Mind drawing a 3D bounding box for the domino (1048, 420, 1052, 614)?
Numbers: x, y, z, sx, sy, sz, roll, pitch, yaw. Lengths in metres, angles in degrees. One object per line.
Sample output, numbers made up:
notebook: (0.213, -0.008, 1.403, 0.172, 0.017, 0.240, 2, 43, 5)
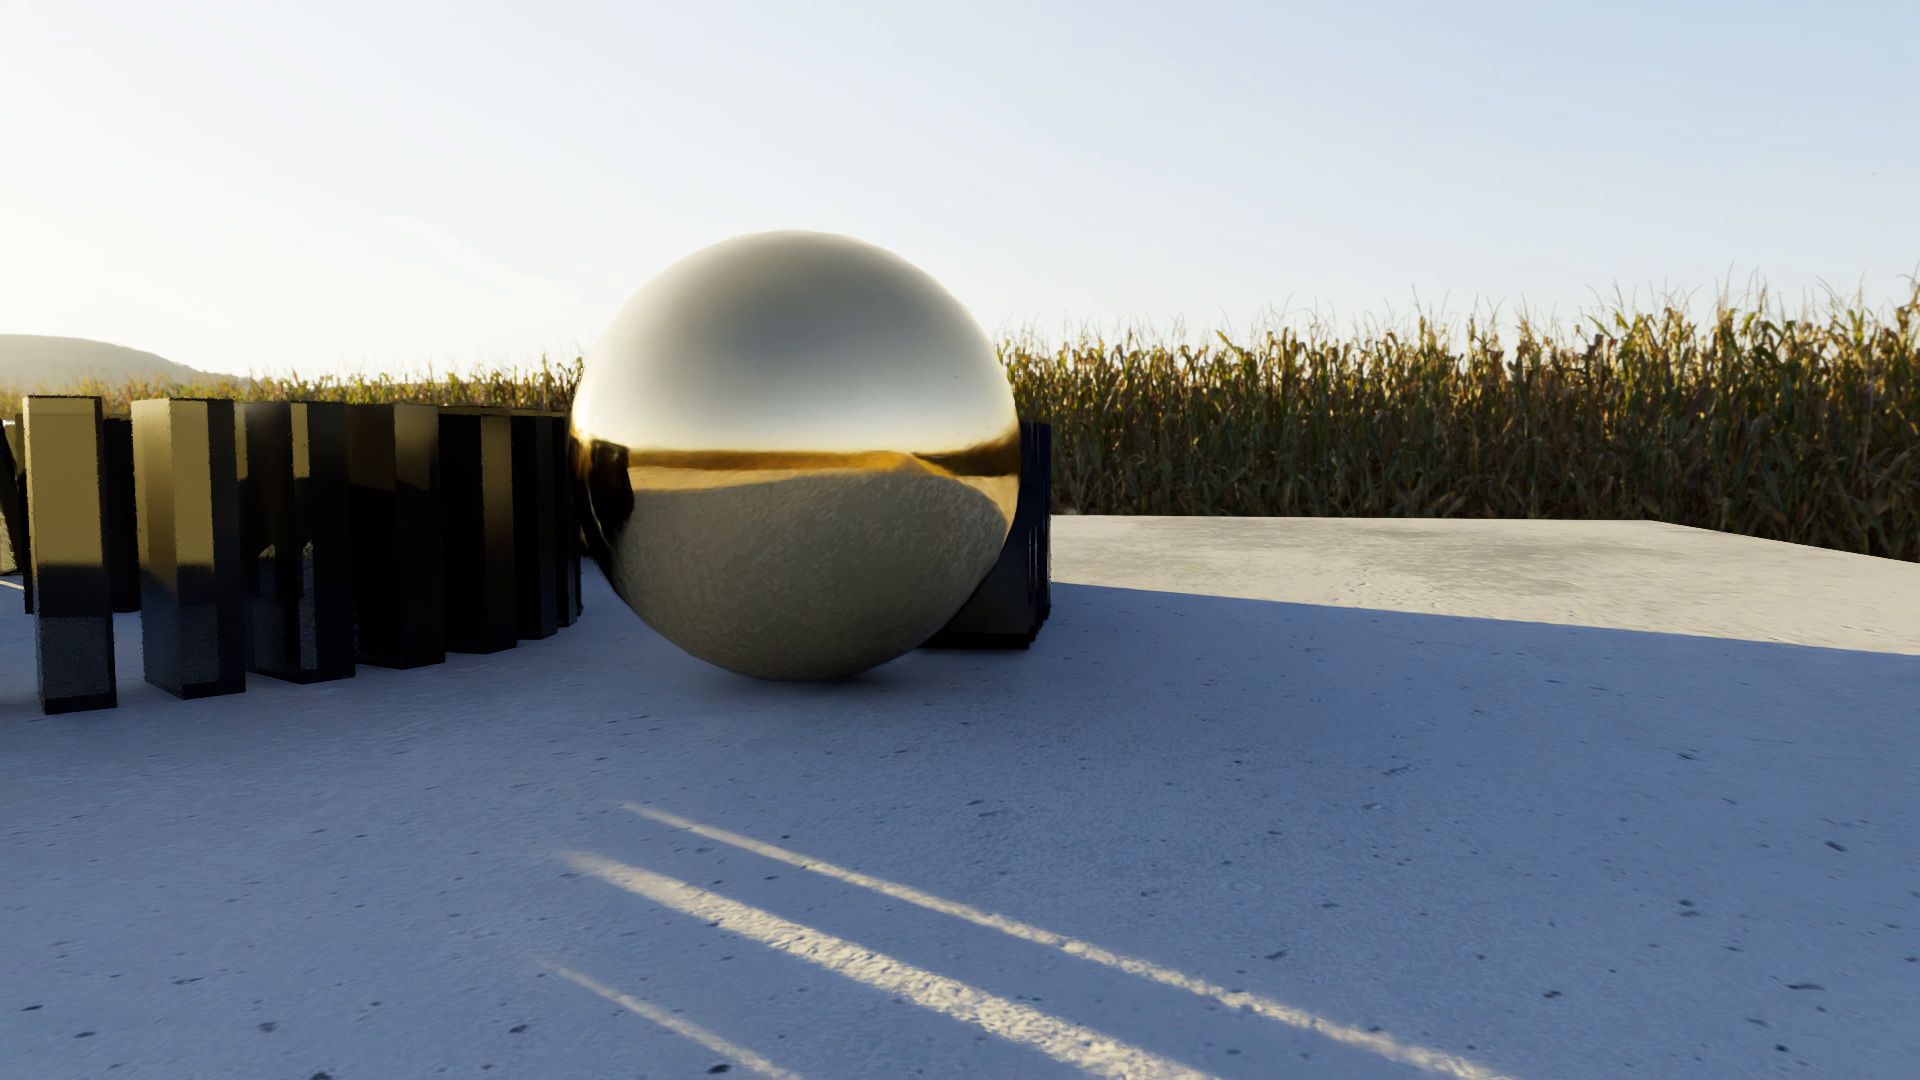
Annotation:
domino: (0.011, -0.006, 0.326, 0.025, 0.050, 0.009, 0, -24, 5)

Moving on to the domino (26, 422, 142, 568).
domino: (-0.301, -0.016, 0.441, 0.009, 0.050, 0.025, -32, 24, -37)

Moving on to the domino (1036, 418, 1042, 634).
domino: (0.006, -0.004, 0.294, 0.025, 0.050, 0.009, 0, -24, 5)

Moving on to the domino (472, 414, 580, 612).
domino: (-0.112, -0.007, 0.333, 0.025, 0.050, 0.009, -2, 5, -23)

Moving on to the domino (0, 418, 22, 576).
domino: (-0.317, -0.014, 0.418, 0.025, 0.050, 0.009, 3, 14, 33)

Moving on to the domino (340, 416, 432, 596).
domino: (-0.166, -0.010, 0.372, 0.009, 0.050, 0.025, 1, 4, 13)

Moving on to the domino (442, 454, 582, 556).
domino: (-0.172, -0.014, 0.496, 0.050, 0.009, 0.025, 39, 6, 1)

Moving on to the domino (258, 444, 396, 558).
domino: (-0.237, -0.015, 0.482, 0.009, 0.050, 0.025, -46, 14, -7)

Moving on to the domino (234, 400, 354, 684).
domino: (-0.123, 0.000, 0.236, 0.025, 0.050, 0.009, 3, 5, 38)

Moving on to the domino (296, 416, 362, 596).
domino: (-0.183, -0.010, 0.372, 0.009, 0.050, 0.025, -1, 4, -11)

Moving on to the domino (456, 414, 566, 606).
domino: (-0.121, -0.009, 0.347, 0.025, 0.050, 0.009, -4, 6, -41)

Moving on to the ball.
ball: (-0.029, -0.015, 0.231, 0.080, 0.080, 0.080, 0, 4, 0)

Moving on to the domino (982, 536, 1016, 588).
domino: (0.001, -0.007, 0.393, 0.025, 0.009, 0.050, 1, 46, -10)

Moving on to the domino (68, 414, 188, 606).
domino: (-0.222, -0.008, 0.342, 0.025, 0.050, 0.009, 1, 4, 11)

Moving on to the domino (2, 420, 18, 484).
domino: (-0.310, -0.015, 0.430, 0.025, 0.050, 0.009, 3, 21, 39)

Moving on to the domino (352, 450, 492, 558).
domino: (-0.205, -0.014, 0.491, 0.050, 0.009, 0.025, 41, 0, -7)

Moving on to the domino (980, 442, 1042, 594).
domino: (0.010, -0.008, 0.376, 0.025, 0.050, 0.009, 4, -39, 5)

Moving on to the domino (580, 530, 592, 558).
domino: (-0.154, -0.014, 0.496, 0.050, 0.010, 0.025, 40, 13, 9)

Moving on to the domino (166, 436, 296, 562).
domino: (-0.266, -0.015, 0.469, 0.009, 0.050, 0.025, -41, 18, -15)

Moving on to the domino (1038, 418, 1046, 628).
domino: (0.007, -0.005, 0.305, 0.025, 0.050, 0.010, 0, -24, 5)

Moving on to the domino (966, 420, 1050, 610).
domino: (0.011, -0.007, 0.337, 0.025, 0.050, 0.009, 0, -24, 5)

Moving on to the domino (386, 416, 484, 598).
domino: (-0.150, -0.010, 0.366, 0.009, 0.050, 0.025, 2, 5, 23)

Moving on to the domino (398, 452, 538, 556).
domino: (-0.189, -0.014, 0.494, 0.050, 0.009, 0.025, 40, 3, -4)

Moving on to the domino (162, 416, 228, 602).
domino: (-0.213, -0.009, 0.357, 0.010, 0.050, 0.025, -4, 6, -41)

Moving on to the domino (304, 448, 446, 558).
domino: (-0.221, -0.014, 0.487, 0.050, 0.010, 0.025, 43, -4, -10)

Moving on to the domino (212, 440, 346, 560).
domino: (-0.252, -0.015, 0.476, 0.009, 0.050, 0.025, -44, 15, -10)

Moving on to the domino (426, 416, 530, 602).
domino: (-0.134, -0.009, 0.358, 0.009, 0.050, 0.025, 3, 5, 33)

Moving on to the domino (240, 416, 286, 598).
domino: (-0.199, -0.010, 0.366, 0.009, 0.050, 0.025, -2, 5, -28)

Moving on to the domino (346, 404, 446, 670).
domino: (-0.113, -0.001, 0.250, 0.025, 0.050, 0.009, 3, 5, 31)

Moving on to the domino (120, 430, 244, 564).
domino: (-0.279, -0.016, 0.461, 0.010, 0.050, 0.025, -37, 19, -20)

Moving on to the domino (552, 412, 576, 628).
domino: (-0.104, -0.005, 0.300, 0.025, 0.050, 0.010, 0, 4, -6)

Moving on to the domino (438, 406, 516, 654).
domino: (-0.106, -0.002, 0.266, 0.025, 0.050, 0.010, 1, 4, 17)

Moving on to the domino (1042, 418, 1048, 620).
domino: (0.009, -0.005, 0.316, 0.025, 0.050, 0.009, 0, -24, 5)

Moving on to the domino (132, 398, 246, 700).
domino: (-0.135, 0.001, 0.224, 0.009, 0.050, 0.025, -4, 6, -45)

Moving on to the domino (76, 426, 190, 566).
domino: (-0.291, -0.016, 0.452, 0.010, 0.050, 0.025, -35, 22, -28)

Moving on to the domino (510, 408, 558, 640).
domino: (-0.103, -0.004, 0.283, 0.025, 0.050, 0.010, 0, 4, 3)

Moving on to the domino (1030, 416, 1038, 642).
domino: (0.004, -0.003, 0.284, 0.025, 0.050, 0.009, 0, -24, 5)

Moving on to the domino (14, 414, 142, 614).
domino: (-0.222, -0.007, 0.325, 0.025, 0.050, 0.009, 0, 4, -5)

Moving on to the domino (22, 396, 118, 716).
domino: (-0.148, 0.002, 0.212, 0.009, 0.050, 0.025, -3, 5, -37)

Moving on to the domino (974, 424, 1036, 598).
domino: (0.009, -0.009, 0.360, 0.025, 0.050, 0.009, 0, -25, 3)

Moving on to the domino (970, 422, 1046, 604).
domino: (0.011, -0.008, 0.348, 0.025, 0.050, 0.009, 0, -24, 5)

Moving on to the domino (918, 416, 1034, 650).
domino: (0.003, -0.002, 0.273, 0.025, 0.050, 0.009, 0, -24, 5)

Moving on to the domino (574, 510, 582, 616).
domino: (-0.107, -0.006, 0.317, 0.025, 0.050, 0.010, -1, 4, -14)

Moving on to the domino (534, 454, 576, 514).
domino: (-0.137, -0.014, 0.494, 0.050, 0.010, 0.025, 41, 17, 14)
